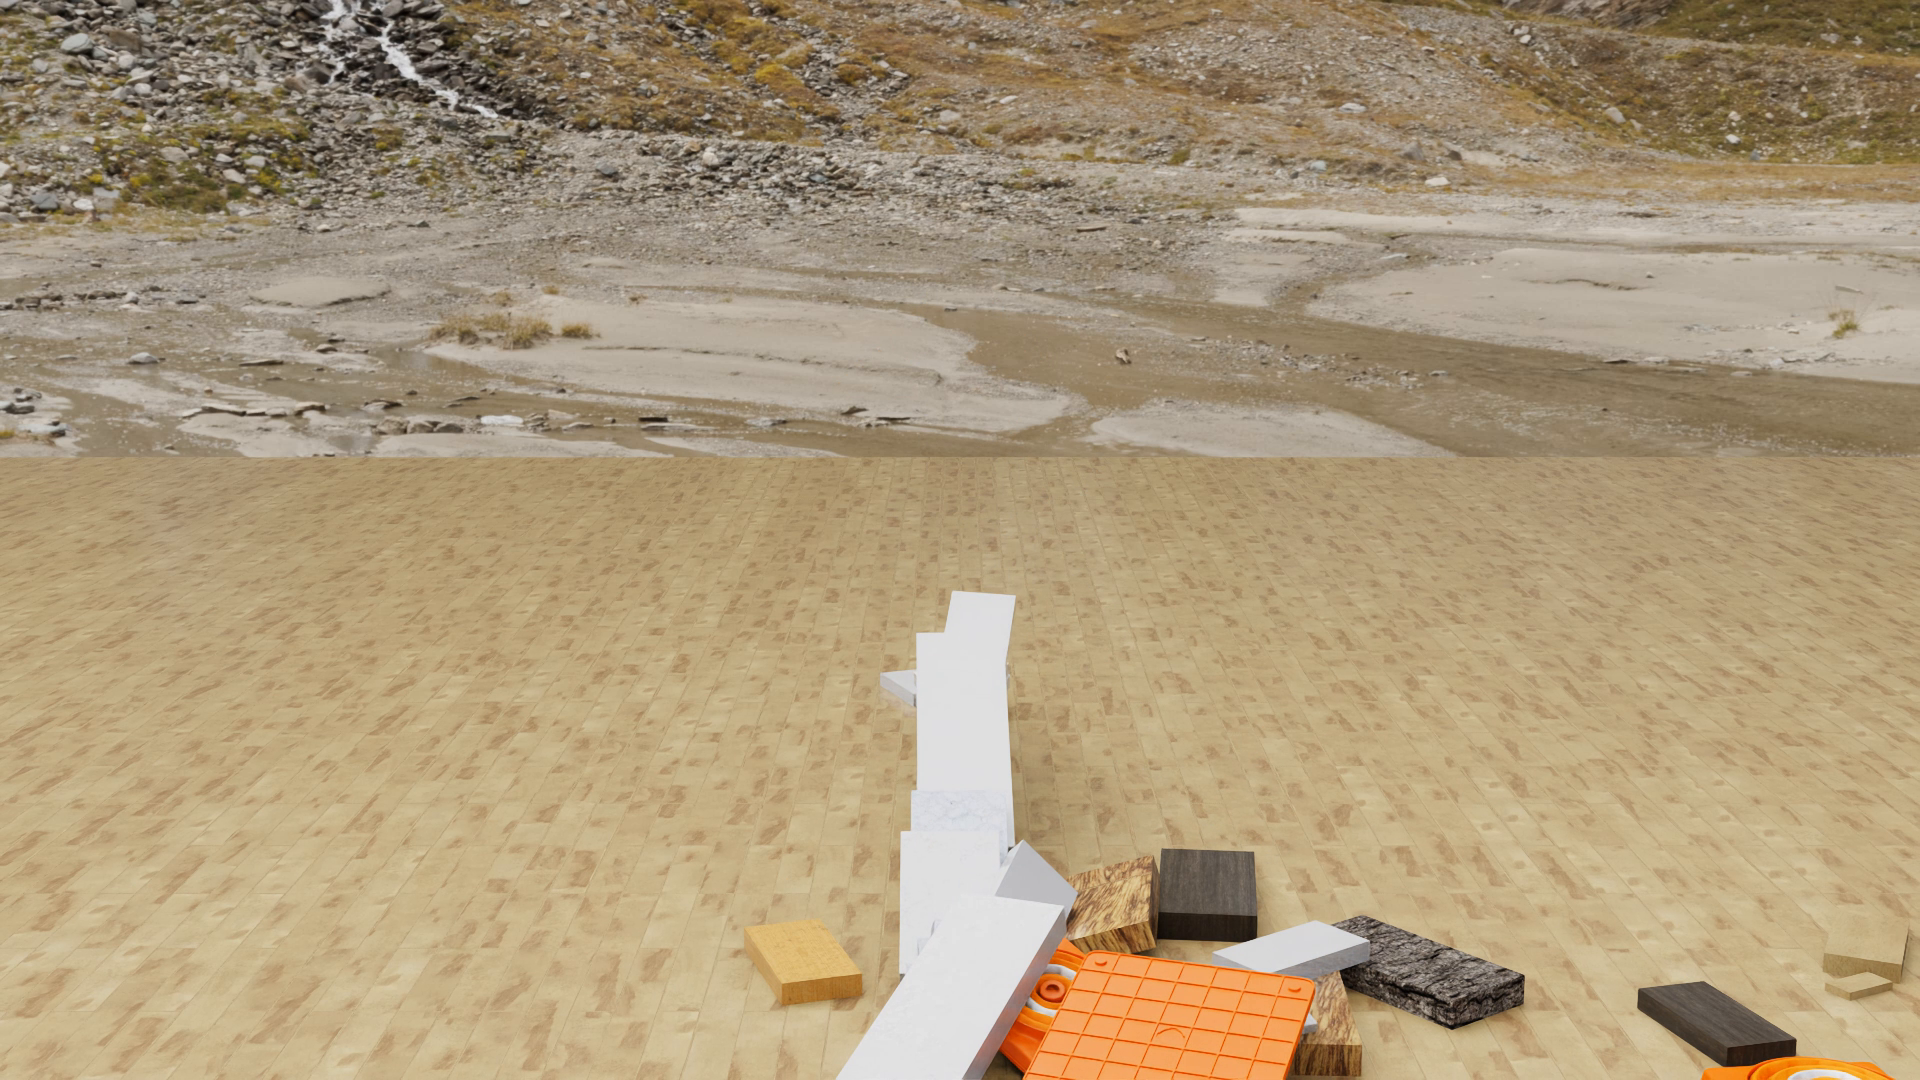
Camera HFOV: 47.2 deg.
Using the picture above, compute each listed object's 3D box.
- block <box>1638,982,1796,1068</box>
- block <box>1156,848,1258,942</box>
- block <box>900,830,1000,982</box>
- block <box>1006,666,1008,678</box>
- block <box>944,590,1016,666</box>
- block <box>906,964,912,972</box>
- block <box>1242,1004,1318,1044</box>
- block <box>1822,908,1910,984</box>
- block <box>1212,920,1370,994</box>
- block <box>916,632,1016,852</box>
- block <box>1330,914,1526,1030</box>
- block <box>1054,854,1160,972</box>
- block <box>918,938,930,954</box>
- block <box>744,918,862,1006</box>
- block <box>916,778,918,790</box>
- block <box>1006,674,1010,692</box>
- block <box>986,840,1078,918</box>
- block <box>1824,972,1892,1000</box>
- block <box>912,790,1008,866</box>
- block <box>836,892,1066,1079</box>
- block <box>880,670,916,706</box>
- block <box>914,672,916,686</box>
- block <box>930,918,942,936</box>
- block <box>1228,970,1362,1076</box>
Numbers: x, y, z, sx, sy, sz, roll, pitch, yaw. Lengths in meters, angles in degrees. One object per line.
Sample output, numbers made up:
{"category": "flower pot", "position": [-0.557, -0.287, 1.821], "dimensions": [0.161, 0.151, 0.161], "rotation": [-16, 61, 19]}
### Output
{"category": "block", "position": [1.063, 0.681, 3.097], "dimensions": [0.108, 0.031, 0.217], "rotation": [-3, 11, -15]}
{"category": "block", "position": [0.405, 0.579, 3.604], "dimensions": [0.158, 0.045, 0.315], "rotation": [1, 11, 6]}
{"category": "block", "position": [-0.014, 0.565, 3.356], "dimensions": [0.154, 0.044, 0.309], "rotation": [0, 34, -1]}
{"category": "block", "position": [0.029, 0.312, 4.742], "dimensions": [0.100, 0.028, 0.201], "rotation": [5, 22, 17]}
{"category": "block", "position": [0.020, 0.247, 4.001], "dimensions": [0.121, 0.034, 0.456], "rotation": [4, 36, 5]}
{"category": "block", "position": [-0.041, 0.657, 3.116], "dimensions": [0.074, 0.021, 0.148], "rotation": [0, 30, 0]}
{"category": "block", "position": [0.434, 0.657, 2.986], "dimensions": [0.090, 0.013, 0.045], "rotation": [-8, 24, -15]}
{"category": "block", "position": [1.401, 0.625, 3.396], "dimensions": [0.108, 0.031, 0.217], "rotation": [5, 12, 25]}
{"category": "block", "position": [0.486, 0.611, 3.227], "dimensions": [0.217, 0.031, 0.108], "rotation": [-8, 13, -37]}
{"category": "block", "position": [0.005, 0.350, 3.789], "dimensions": [0.157, 0.045, 0.539], "rotation": [0, 38, -1]}
{"category": "block", "position": [0.663, 0.640, 3.277], "dimensions": [0.157, 0.045, 0.315], "rotation": [-8, 13, -37]}
{"category": "block", "position": [0.232, 0.584, 3.462], "dimensions": [0.154, 0.044, 0.309], "rotation": [-16, 8, 9]}
{"category": "block", "position": [-0.019, 0.636, 3.194], "dimensions": [0.074, 0.021, 0.148], "rotation": [-3, 35, -5]}
{"category": "block", "position": [-0.240, 0.636, 3.327], "dimensions": [0.121, 0.034, 0.242], "rotation": [-4, 11, -18]}
{"category": "block", "position": [-0.008, 0.407, 4.017], "dimensions": [0.135, 0.038, 0.308], "rotation": [0, 16, 0]}
{"category": "block", "position": [0.036, 0.339, 4.751], "dimensions": [0.100, 0.028, 0.201], "rotation": [4, 22, 14]}
{"category": "block", "position": [0.099, 0.561, 3.338], "dimensions": [0.121, 0.034, 0.242], "rotation": [45, 25, -3]}
{"category": "block", "position": [1.330, 0.660, 3.255], "dimensions": [0.091, 0.013, 0.045], "rotation": [-6, 12, -27]}
{"category": "block", "position": [-0.001, 0.526, 3.495], "dimensions": [0.154, 0.044, 0.309], "rotation": [0, 40, -1]}
{"category": "block", "position": [-0.014, 0.637, 2.953], "dimensions": [0.158, 0.045, 0.500], "rotation": [4, 26, 22]}
{"category": "block", "position": [-0.095, 0.333, 4.972], "dimensions": [0.103, 0.029, 0.207], "rotation": [-4, 11, -22]}
{"category": "block", "position": [-0.016, 0.323, 4.634], "dimensions": [0.104, 0.029, 0.207], "rotation": [-8, 22, -18]}
{"category": "block", "position": [-0.005, 0.607, 3.161], "dimensions": [0.074, 0.021, 0.148], "rotation": [14, 29, -7]}
{"category": "block", "position": [0.469, 0.670, 3.114], "dimensions": [0.158, 0.045, 0.316], "rotation": [1, 11, 3]}
